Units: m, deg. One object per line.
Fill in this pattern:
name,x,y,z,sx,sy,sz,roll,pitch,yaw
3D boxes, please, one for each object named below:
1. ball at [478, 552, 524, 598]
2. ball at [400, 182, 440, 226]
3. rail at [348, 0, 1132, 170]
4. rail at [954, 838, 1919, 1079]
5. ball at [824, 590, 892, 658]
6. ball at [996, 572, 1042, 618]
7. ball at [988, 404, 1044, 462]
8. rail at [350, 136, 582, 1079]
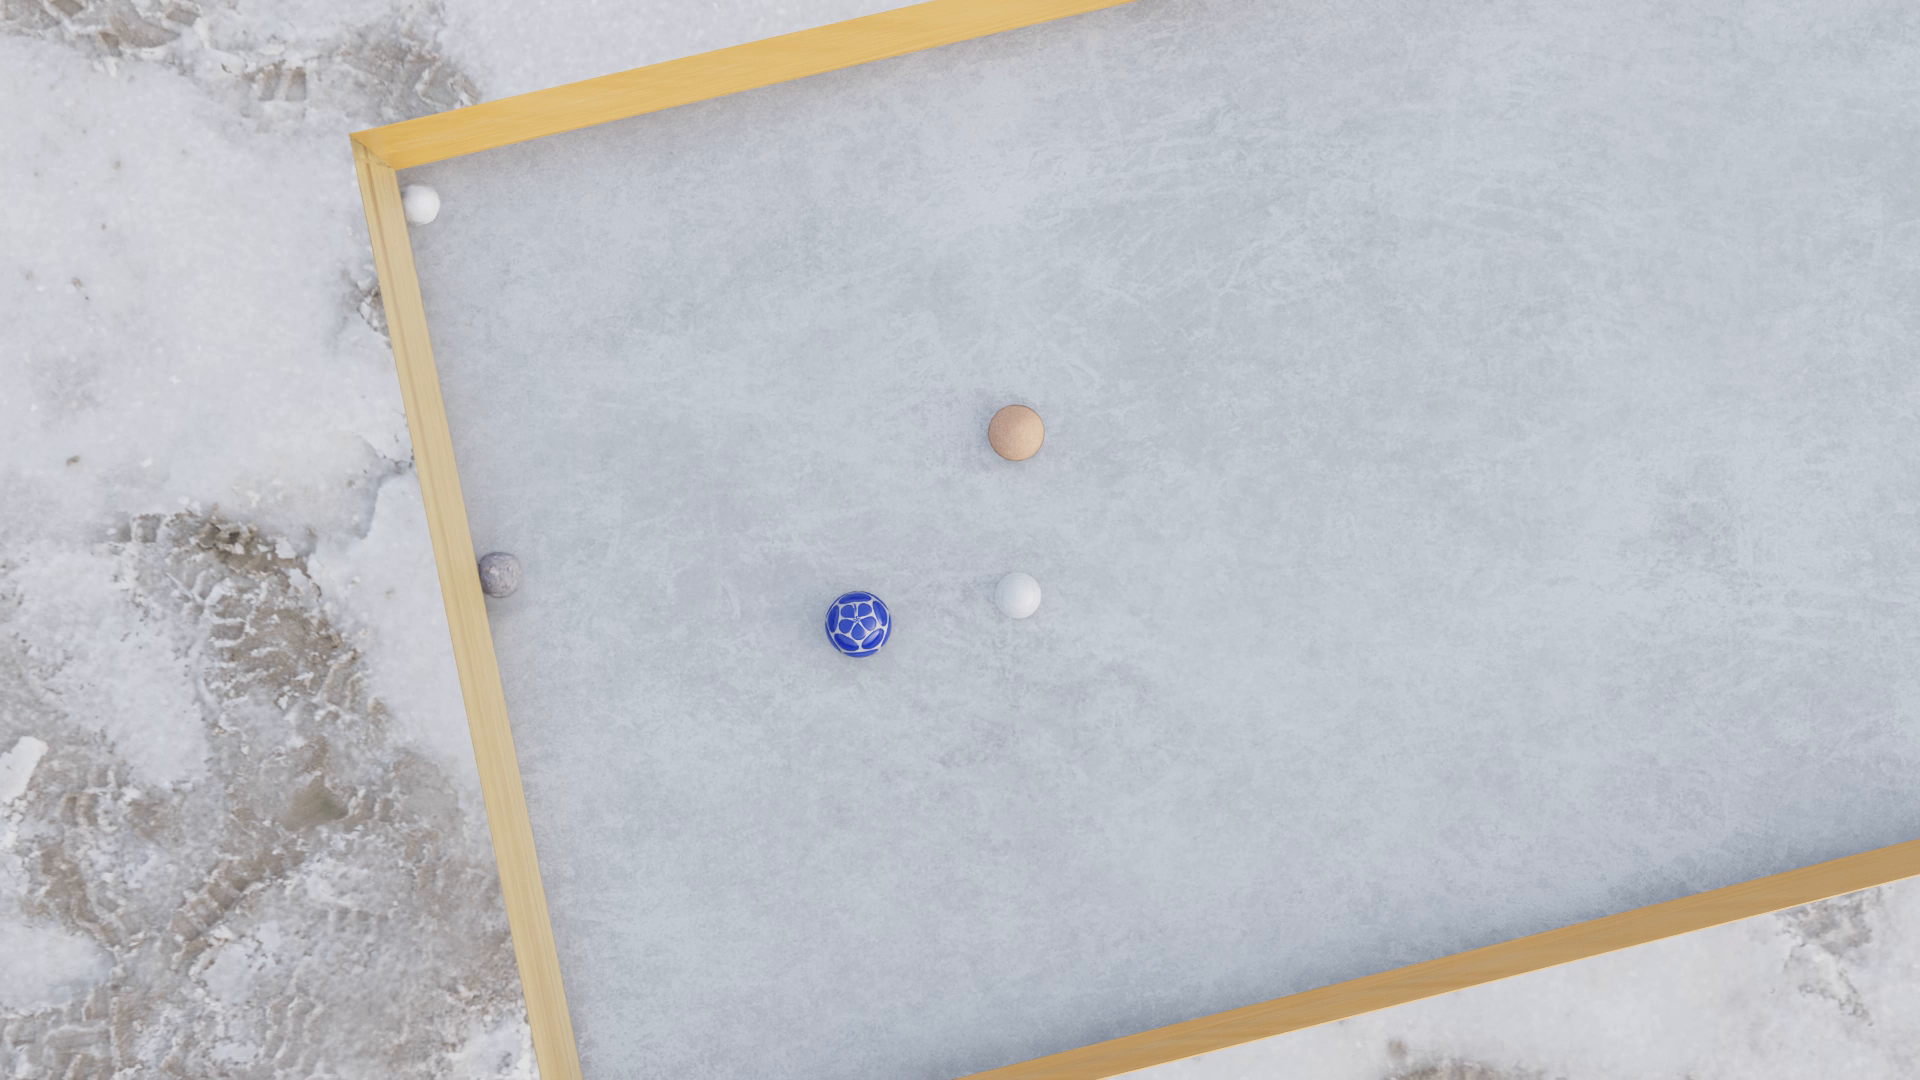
ball,-0.685,0.052,3.277,0.069,0.069,0.069,0,80,0
ball,-0.833,-0.516,3.382,0.064,0.064,0.064,0,80,0
rail,0.545,-0.924,3.421,2.999,0.130,0.045,-13,80,-2
rail,0.912,0.567,3.152,2.999,0.130,0.045,-13,80,-2
ball,-0.150,0.125,3.248,0.100,0.100,0.100,0,80,0
ball,0.087,0.082,3.272,0.069,0.069,0.069,0,80,0
ball,0.085,-0.161,3.307,0.086,0.086,0.086,0,80,0
rail,-0.706,0.164,3.225,0.045,0.130,1.606,-13,80,-2
